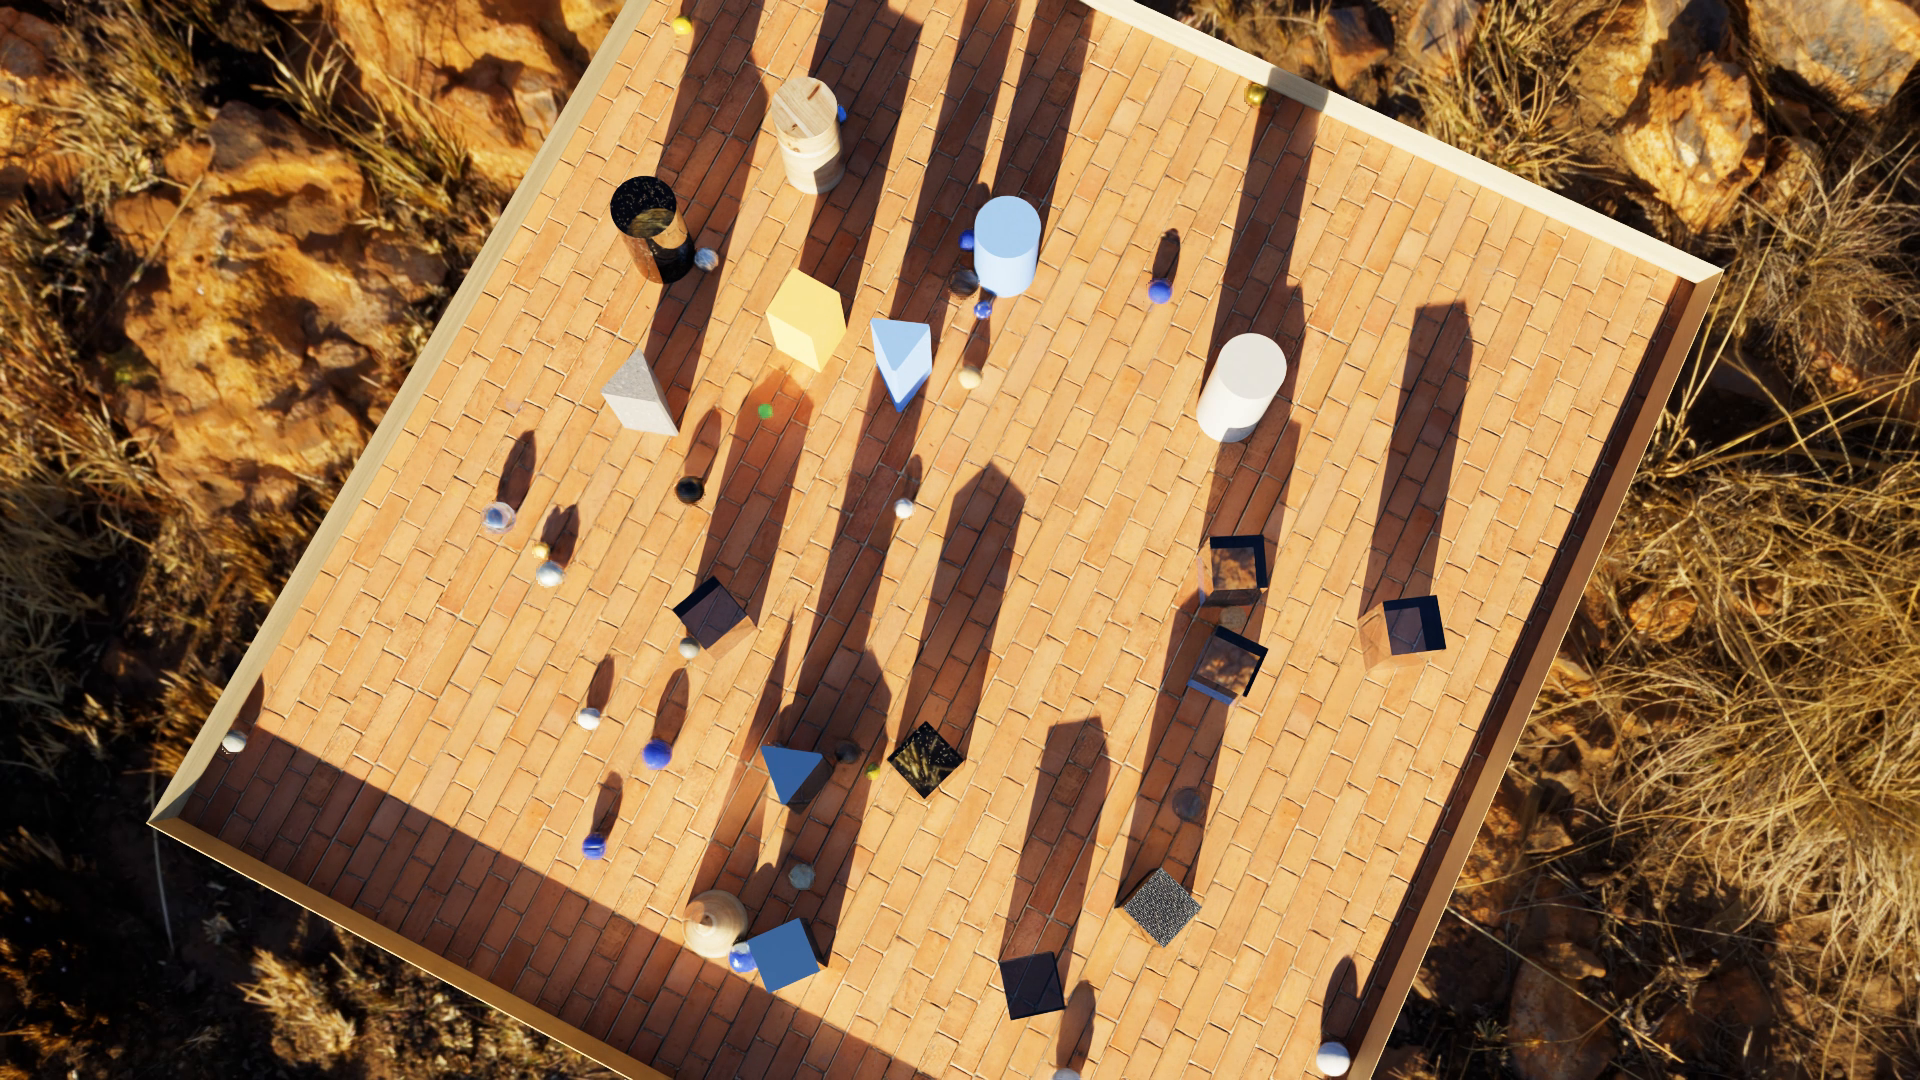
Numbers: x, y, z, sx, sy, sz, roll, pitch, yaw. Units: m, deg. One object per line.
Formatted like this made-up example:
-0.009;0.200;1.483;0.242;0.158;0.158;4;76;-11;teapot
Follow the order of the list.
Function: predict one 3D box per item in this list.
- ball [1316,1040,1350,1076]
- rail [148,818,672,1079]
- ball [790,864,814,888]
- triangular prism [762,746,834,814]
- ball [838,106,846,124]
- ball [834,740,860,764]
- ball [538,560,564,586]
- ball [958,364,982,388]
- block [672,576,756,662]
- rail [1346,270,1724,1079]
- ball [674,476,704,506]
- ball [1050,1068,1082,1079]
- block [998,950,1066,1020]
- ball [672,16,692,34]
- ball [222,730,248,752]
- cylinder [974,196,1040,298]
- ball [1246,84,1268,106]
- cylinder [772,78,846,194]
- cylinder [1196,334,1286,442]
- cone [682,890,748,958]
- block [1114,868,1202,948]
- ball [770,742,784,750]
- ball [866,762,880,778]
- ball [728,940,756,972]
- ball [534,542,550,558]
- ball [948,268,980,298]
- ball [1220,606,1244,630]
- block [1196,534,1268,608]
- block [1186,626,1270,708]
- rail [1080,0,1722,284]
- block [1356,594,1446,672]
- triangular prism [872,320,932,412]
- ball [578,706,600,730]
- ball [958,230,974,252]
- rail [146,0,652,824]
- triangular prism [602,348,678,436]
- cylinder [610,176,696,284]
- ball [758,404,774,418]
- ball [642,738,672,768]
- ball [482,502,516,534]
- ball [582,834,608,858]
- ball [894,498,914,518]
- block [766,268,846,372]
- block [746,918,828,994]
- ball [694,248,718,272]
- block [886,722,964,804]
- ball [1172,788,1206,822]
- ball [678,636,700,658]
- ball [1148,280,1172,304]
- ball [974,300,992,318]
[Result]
1.072;1.487;5.260;0.096;0.096;0.096;0;78;0;ball
-0.800;1.573;5.225;3.467;0.128;0.045;26;80;5;rail
-0.465;0.986;5.375;0.072;0.072;0.072;0;78;0;ball
-0.485;0.658;5.231;0.148;0.489;0.171;38;81;7;triangular prism
-0.393;-1.361;5.868;0.058;0.058;0.058;0;78;0;ball
-0.335;0.631;5.448;0.074;0.074;0.074;0;78;0;ball
-1.240;0.101;5.557;0.076;0.076;0.076;0;78;0;ball
0.030;-0.508;5.684;0.074;0.074;0.074;0;78;0;ball
-0.727;0.235;5.444;0.158;0.243;0.158;-40;81;-8;block
1.529;0.756;5.394;0.045;0.128;3.624;26;80;5;rail
-0.826;-0.153;5.601;0.092;0.092;0.092;0;78;0;ball
0.305;1.562;5.243;0.098;0.098;0.098;0;78;0;ball
0.202;1.270;5.233;0.158;0.237;0.158;-11;79;-2;block
-0.898;-1.666;5.930;0.062;0.062;0.062;0;78;0;ball
-2.159;0.598;5.458;0.069;0.069;0.069;0;78;0;ball
0.142;-0.897;5.625;0.197;0.347;0.197;0;78;0;cylinder
0.953;-1.428;5.877;0.069;0.069;0.069;0;78;0;ball
-0.464;-1.242;5.656;0.197;0.426;0.197;0;78;0;cylinder
0.833;-0.447;5.463;0.197;0.481;0.197;0;78;0;cylinder
-0.720;1.093;5.221;0.197;0.332;0.197;0;78;0;cone
0.563;1.053;5.244;0.158;0.303;0.158;43;82;8;block
-0.546;0.628;5.462;0.049;0.049;0.049;0;78;0;ball
-0.258;0.685;5.452;0.046;0.046;0.046;0;78;0;ball
-0.625;1.210;5.319;0.091;0.091;0.091;0;78;0;ball
-1.272;0.030;5.586;0.048;0.048;0.048;0;78;0;ball
0.012;-0.804;5.735;0.095;0.095;0.095;0;78;0;ball
0.820;0.236;5.530;0.075;0.075;0.075;0;78;0;ball
0.806;0.095;5.445;0.158;0.297;0.158;-3;78;-1;block
0.787;0.376;5.409;0.158;0.254;0.158;26;79;5;block
0.800;-1.560;5.873;3.467;0.128;0.045;26;80;5;rail
1.293;0.277;5.384;0.158;0.343;0.158;-7;78;-1;block
-0.198;-0.551;5.506;0.148;0.440;0.171;36;81;7;triangular prism
-1.106;0.532;5.472;0.067;0.067;0.067;0;78;0;ball
0.029;-0.942;5.774;0.073;0.073;0.073;0;78;0;ball
-1.529;-0.742;5.704;0.045;0.128;3.624;26;80;5;rail
-0.946;-0.449;5.513;0.171;0.384;0.148;9;78;2;triangular prism
-0.936;-0.944;5.609;0.197;0.397;0.197;0;78;0;cylinder
-0.601;-0.401;5.676;0.046;0.046;0.046;0;78;0;ball
-0.897;0.634;5.440;0.088;0.088;0.088;0;78;0;ball
-1.402;-0.066;5.580;0.099;0.099;0.099;0;78;0;ball
-1.076;0.900;5.393;0.074;0.074;0.074;0;78;0;ball
-0.172;-0.099;5.606;0.060;0.060;0.060;0;78;0;ball
-0.464;-0.664;5.572;0.158;0.357;0.158;30;80;6;block
-0.491;1.184;5.231;0.158;0.274;0.158;-23;79;-5;block
-0.797;-0.880;5.760;0.076;0.076;0.076;0;78;0;ball
-0.099;0.652;5.335;0.158;0.287;0.158;-43;82;-8;block
0.675;0.781;5.405;0.098;0.098;0.098;0;78;0;ball
-0.814;0.324;5.516;0.066;0.066;0.066;0;78;0;ball
0.627;-0.777;5.738;0.077;0.077;0.077;0;78;0;ball
0.074;-0.721;5.737;0.058;0.058;0.058;0;78;0;ball
